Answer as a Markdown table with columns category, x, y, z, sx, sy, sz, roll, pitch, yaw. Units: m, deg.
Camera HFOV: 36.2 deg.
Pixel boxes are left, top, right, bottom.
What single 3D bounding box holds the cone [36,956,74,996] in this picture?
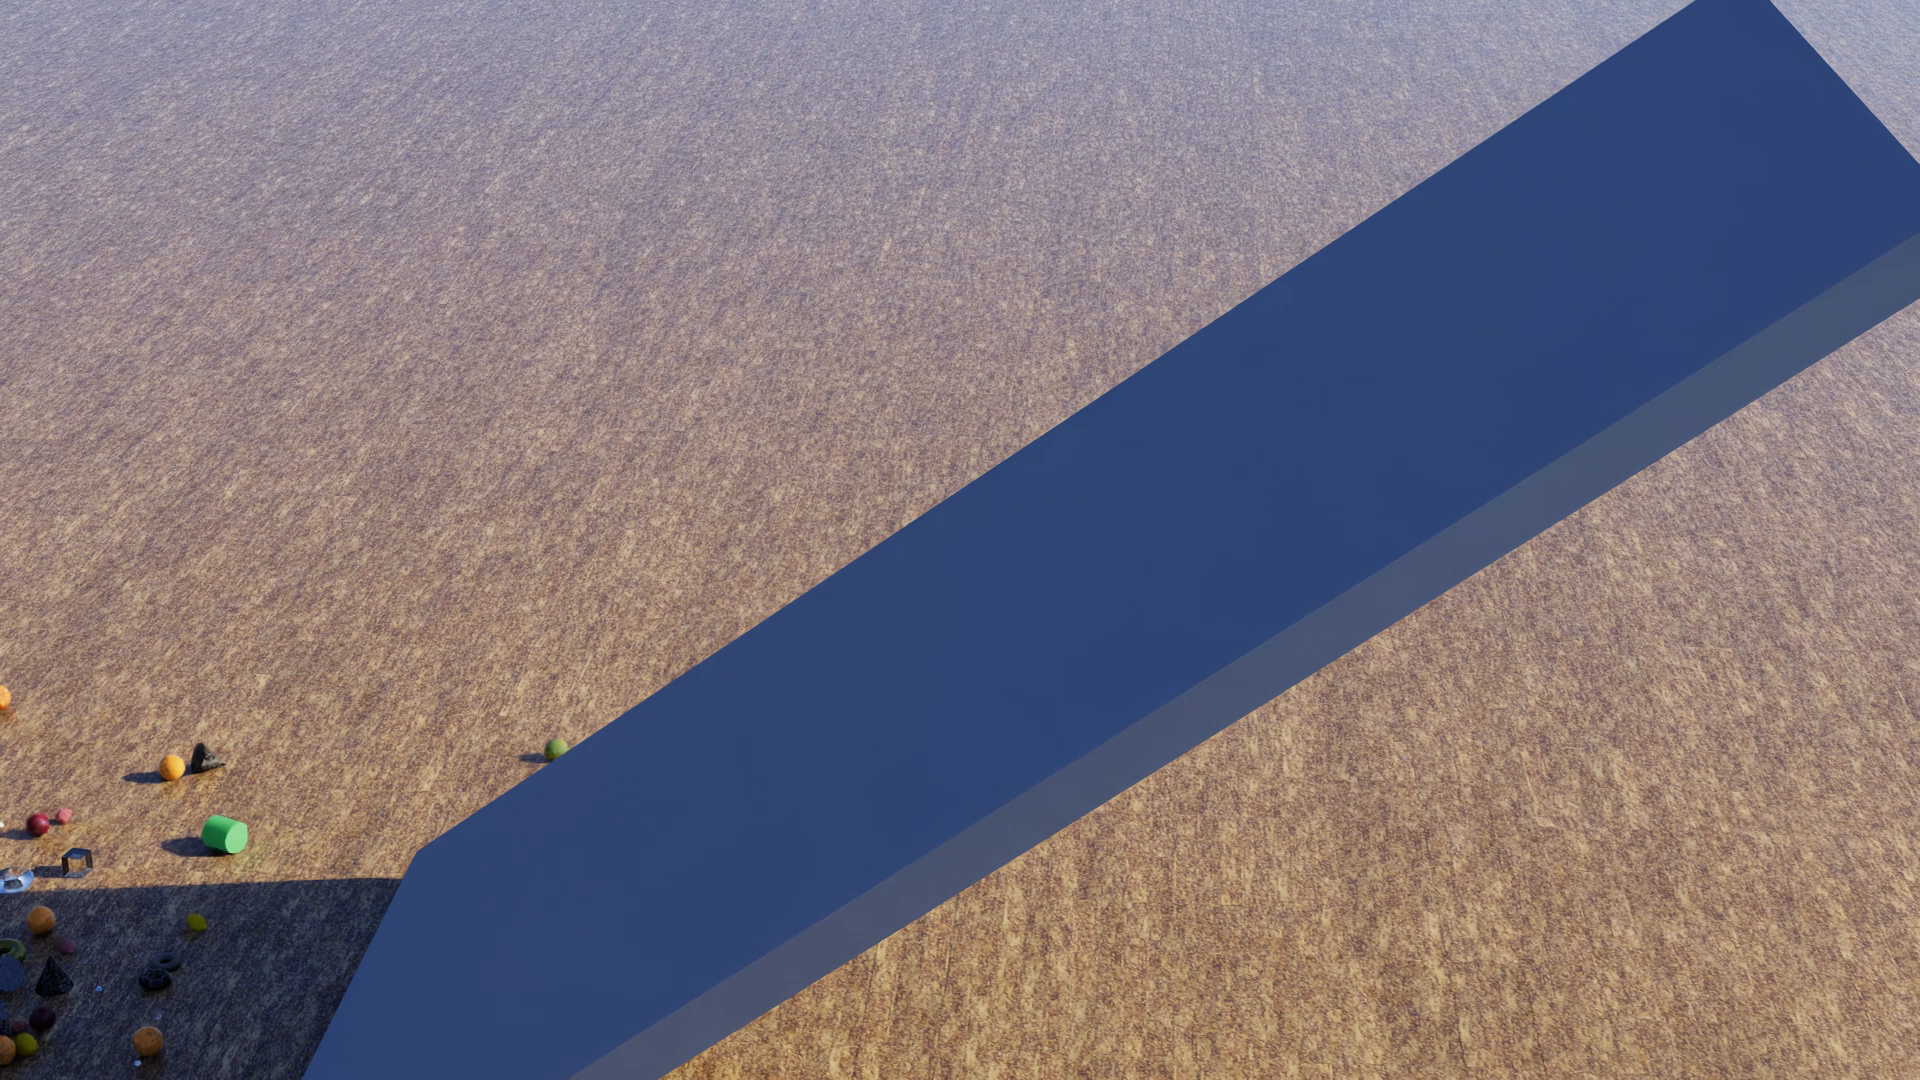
| category | x | y | z | sx | sy | sz | roll | pitch | yaw |
| --- | --- | --- | --- | --- | --- | --- | --- | --- | --- |
| cone | -2.243 | 1.066 | 7.267 | 0.091 | 0.091 | 0.091 | 0 | 22 | 0 |

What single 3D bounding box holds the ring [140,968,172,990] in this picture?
| category | x | y | z | sx | sy | sz | roll | pitch | yaw |
| --- | --- | --- | --- | --- | --- | --- | --- | --- | --- |
| ring | -1.996 | 1.090 | 7.295 | 0.079 | 0.026 | 0.079 | 1 | 22 | -1 |

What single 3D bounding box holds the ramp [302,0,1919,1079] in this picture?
| category | x | y | z | sx | sy | sz | roll | pitch | yaw |
| --- | --- | --- | --- | --- | --- | --- | --- | --- | --- |
| ramp | 0.132 | 0.177 | 6.315 | 4.000 | 0.100 | 2.000 | -33 | 16 | 16 |

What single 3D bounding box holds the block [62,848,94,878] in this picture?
| category | x | y | z | sx | sy | sz | roll | pitch | yaw |
| --- | --- | --- | --- | --- | --- | --- | --- | --- | --- |
| block | -2.348 | 0.859 | 7.824 | 0.056 | 0.056 | 0.056 | 5 | 23 | 13 |

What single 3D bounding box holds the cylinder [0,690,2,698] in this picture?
| category | x | y | z | sx | sy | sz | roll | pitch | yaw |
| --- | --- | --- | --- | --- | --- | --- | --- | --- | --- |
| cylinder | -2.913 | 0.455 | 8.816 | 0.060 | 0.060 | 0.060 | -17 | 26 | -36 |

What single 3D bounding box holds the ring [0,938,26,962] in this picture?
| category | x | y | z | sx | sy | sz | roll | pitch | yaw |
| --- | --- | --- | --- | --- | --- | --- | --- | --- | --- |
| ring | -2.407 | 1.042 | 7.396 | 0.117 | 0.039 | 0.117 | -1 | 23 | 0 |

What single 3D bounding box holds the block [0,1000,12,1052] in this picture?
| category | x | y | z | sx | sy | sz | roll | pitch | yaw |
| --- | --- | --- | --- | --- | --- | --- | --- | --- | --- |
| block | -2.318 | 1.165 | 7.026 | 0.088 | 0.088 | 0.088 | -8 | 23 | -18 |

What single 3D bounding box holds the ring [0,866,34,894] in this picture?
| category | x | y | z | sx | sy | sz | roll | pitch | yaw |
| --- | --- | --- | --- | --- | --- | --- | --- | --- | --- |
| ring | -2.499 | 0.897 | 7.757 | 0.111 | 0.037 | 0.111 | -1 | 23 | 1 |

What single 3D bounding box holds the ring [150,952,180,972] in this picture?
| category | x | y | z | sx | sy | sz | roll | pitch | yaw |
| --- | --- | --- | --- | --- | --- | --- | --- | --- | --- |
| ring | -1.991 | 1.060 | 7.370 | 0.075 | 0.025 | 0.075 | 0 | 23 | 0 |

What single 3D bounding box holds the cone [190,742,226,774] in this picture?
| category | x | y | z | sx | sy | sz | roll | pitch | yaw |
| --- | --- | --- | --- | --- | --- | --- | --- | --- | --- |
| cone | -2.136 | 0.632 | 8.405 | 0.090 | 0.090 | 0.090 | 18 | 9 | -35 |
